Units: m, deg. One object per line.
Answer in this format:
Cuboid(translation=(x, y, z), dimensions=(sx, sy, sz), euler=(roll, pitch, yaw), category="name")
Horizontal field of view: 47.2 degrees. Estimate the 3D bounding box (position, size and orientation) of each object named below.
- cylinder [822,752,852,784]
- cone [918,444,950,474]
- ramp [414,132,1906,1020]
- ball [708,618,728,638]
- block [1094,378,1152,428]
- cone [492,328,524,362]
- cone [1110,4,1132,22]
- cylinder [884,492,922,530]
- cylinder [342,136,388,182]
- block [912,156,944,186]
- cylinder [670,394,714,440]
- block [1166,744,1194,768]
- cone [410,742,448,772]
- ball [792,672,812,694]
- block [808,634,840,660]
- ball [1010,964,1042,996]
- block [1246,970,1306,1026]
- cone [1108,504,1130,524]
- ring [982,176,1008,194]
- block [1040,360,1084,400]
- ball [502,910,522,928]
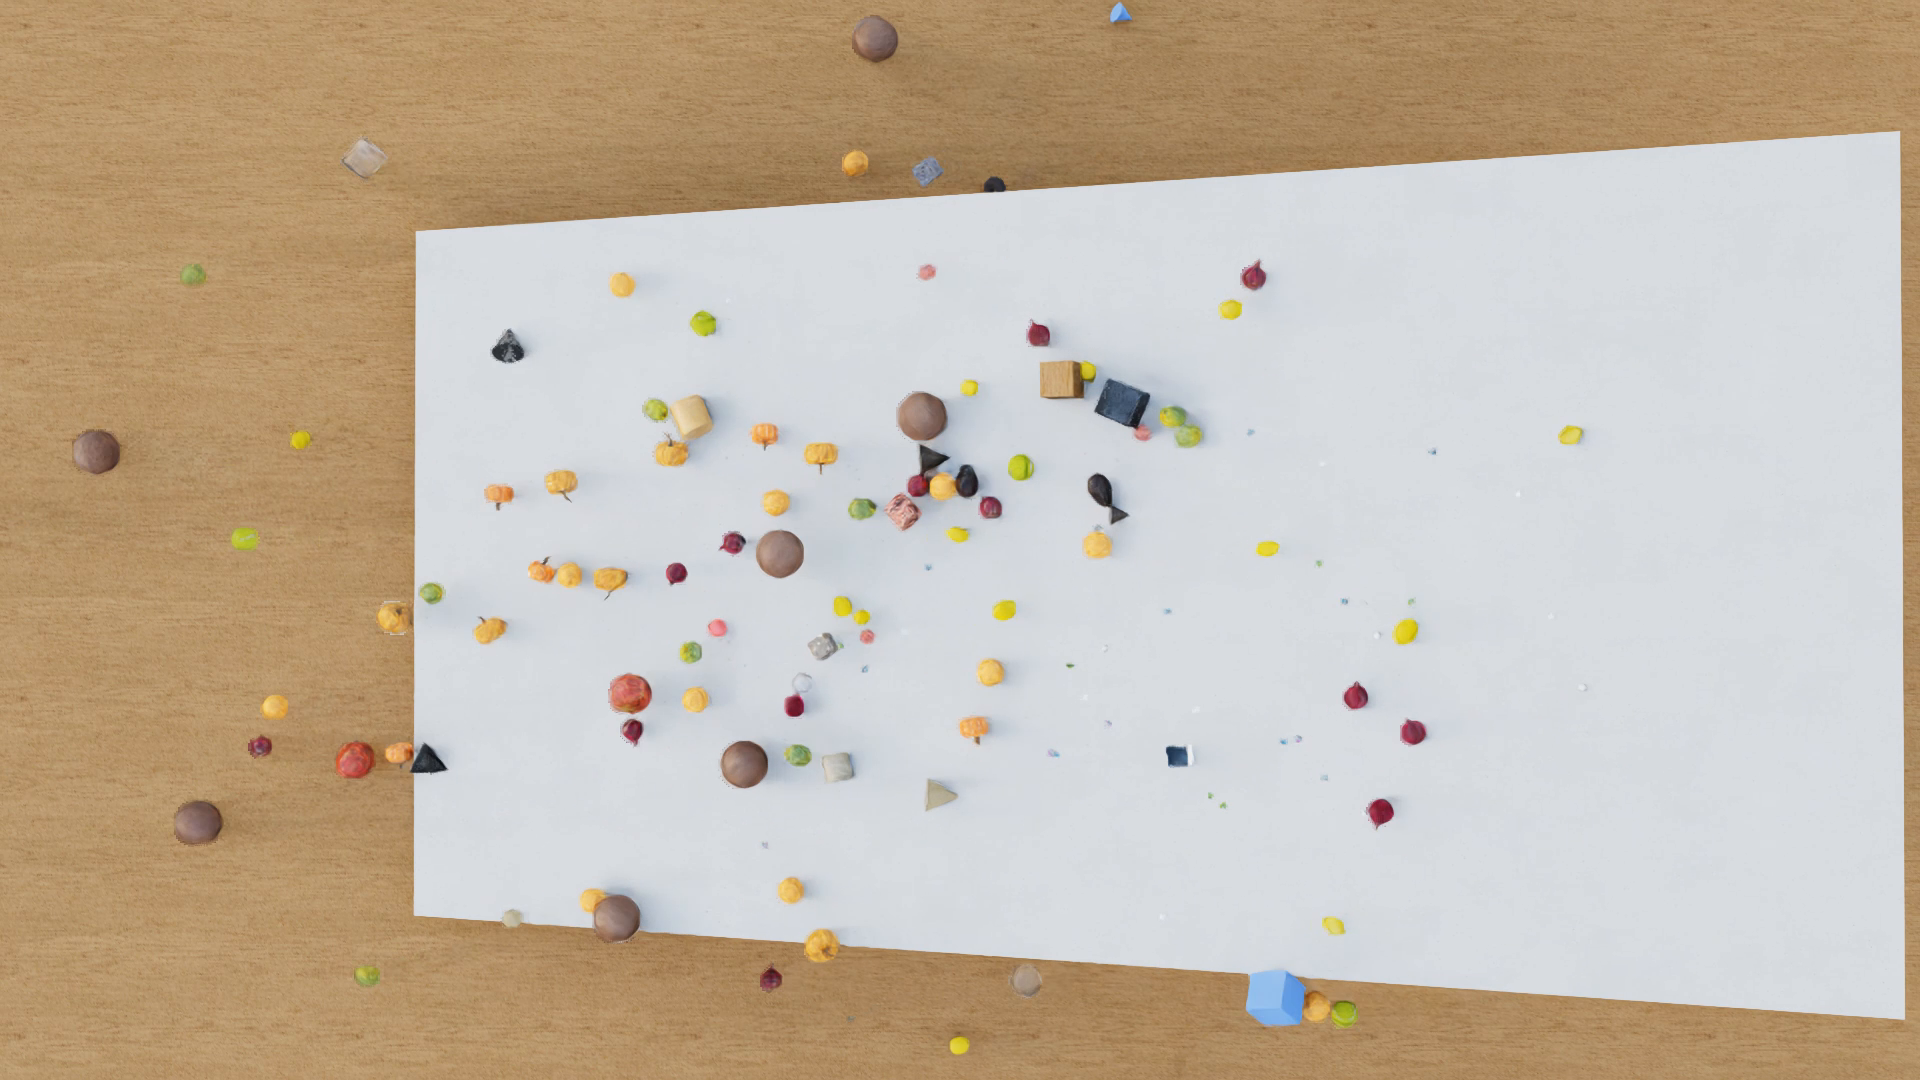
Cuboid(translation=(-0.329, 0.608, 5.879), dimensions=(0.074, 0.074, 0.074), euler=(-10, 85, 0), category="cylinder")
Cuboid(translation=(-0.065, -0.214, 5.806), dimensions=(0.082, 0.082, 0.082), euler=(-2, 89, -5), category="cone")
Cuboid(translation=(0.283, 0.087, 5.737), dimensions=(4.000, 0.100, 2.000), euler=(0, 89, 22), category="ramp")
Cuboid(translation=(-0.664, 0.242, 6.030), dimensions=(0.051, 0.051, 0.051), euler=(0, 89, 0), category="ball")
Cuboid(translation=(0.413, -0.347, 5.586), dimensions=(0.094, 0.094, 0.094), euler=(25, 98, 20), category="block")
Cuboid(translation=(-1.292, -0.571, 6.296), dimensions=(0.091, 0.091, 0.091), euler=(-5, 58, 0), category="cone")
Cuboid(translation=(0.488, -1.555, 6.530), dimensions=(0.060, 0.060, 0.060), euler=(19, 89, -26), category="cone")
Cuboid(translation=(-0.150, -0.076, 5.819), dimensions=(0.071, 0.071, 0.071), euler=(-44, 74, -1), category="cylinder")
Cuboid(translation=(-1.752, -1.122, 6.475), dimensions=(0.093, 0.093, 0.093), euler=(42, 93, 0), category="cylinder")
Cuboid(translation=(-0.092, -1.051, 6.262), dimensions=(0.059, 0.059, 0.059), euler=(-35, 95, 25), category="block")
Cuboid(translation=(-0.737, -0.337, 6.042), dimensions=(0.092, 0.092, 0.092), euler=(-25, 80, 0), category="cylinder")
Cuboid(translation=(0.554, 0.544, 5.541), dimensions=(0.052, 0.052, 0.052), euler=(-5, 87, 22), category="block")
Cuboid(translation=(-1.526, 0.650, 6.372), dimensions=(0.098, 0.098, 0.098), euler=(25, 89, -7), category="cone")
Cuboid(translation=(-0.425, 0.386, 5.931), dimensions=(0.056, 0.056, 0.056), euler=(0, 89, 0), category="ball")
Cuboid(translation=(-0.368, 0.287, 5.911), dimensions=(0.053, 0.053, 0.053), euler=(-34, 77, 18), category="block")
Cuboid(translation=(0.173, 1.151, 5.745), dimensions=(0.081, 0.081, 0.081), euler=(0, 89, 0), category="ball")
Cuboid(translation=(0.784, 1.137, 5.459), dimensions=(0.099, 0.099, 0.099), euler=(-12, 51, 36), category="block")
Cuboid(translation=(0.411, -0.064, 5.622), dimensions=(0.053, 0.053, 0.053), euler=(2, 89, -5), category="cone")
Cuboid(translation=(0.103, -1.022, 6.494), dimensions=(0.033, 0.100, 0.100), euler=(-17, 89, -36), category="ring")
Cuboid(translation=(0.262, -0.410, 5.649), dimensions=(0.090, 0.090, 0.090), euler=(-1, 89, 22), category="block")
Cuboid(translation=(-1.275, 1.079, 6.261), dimensions=(0.054, 0.054, 0.054), euler=(0, 89, 0), category="ball")
